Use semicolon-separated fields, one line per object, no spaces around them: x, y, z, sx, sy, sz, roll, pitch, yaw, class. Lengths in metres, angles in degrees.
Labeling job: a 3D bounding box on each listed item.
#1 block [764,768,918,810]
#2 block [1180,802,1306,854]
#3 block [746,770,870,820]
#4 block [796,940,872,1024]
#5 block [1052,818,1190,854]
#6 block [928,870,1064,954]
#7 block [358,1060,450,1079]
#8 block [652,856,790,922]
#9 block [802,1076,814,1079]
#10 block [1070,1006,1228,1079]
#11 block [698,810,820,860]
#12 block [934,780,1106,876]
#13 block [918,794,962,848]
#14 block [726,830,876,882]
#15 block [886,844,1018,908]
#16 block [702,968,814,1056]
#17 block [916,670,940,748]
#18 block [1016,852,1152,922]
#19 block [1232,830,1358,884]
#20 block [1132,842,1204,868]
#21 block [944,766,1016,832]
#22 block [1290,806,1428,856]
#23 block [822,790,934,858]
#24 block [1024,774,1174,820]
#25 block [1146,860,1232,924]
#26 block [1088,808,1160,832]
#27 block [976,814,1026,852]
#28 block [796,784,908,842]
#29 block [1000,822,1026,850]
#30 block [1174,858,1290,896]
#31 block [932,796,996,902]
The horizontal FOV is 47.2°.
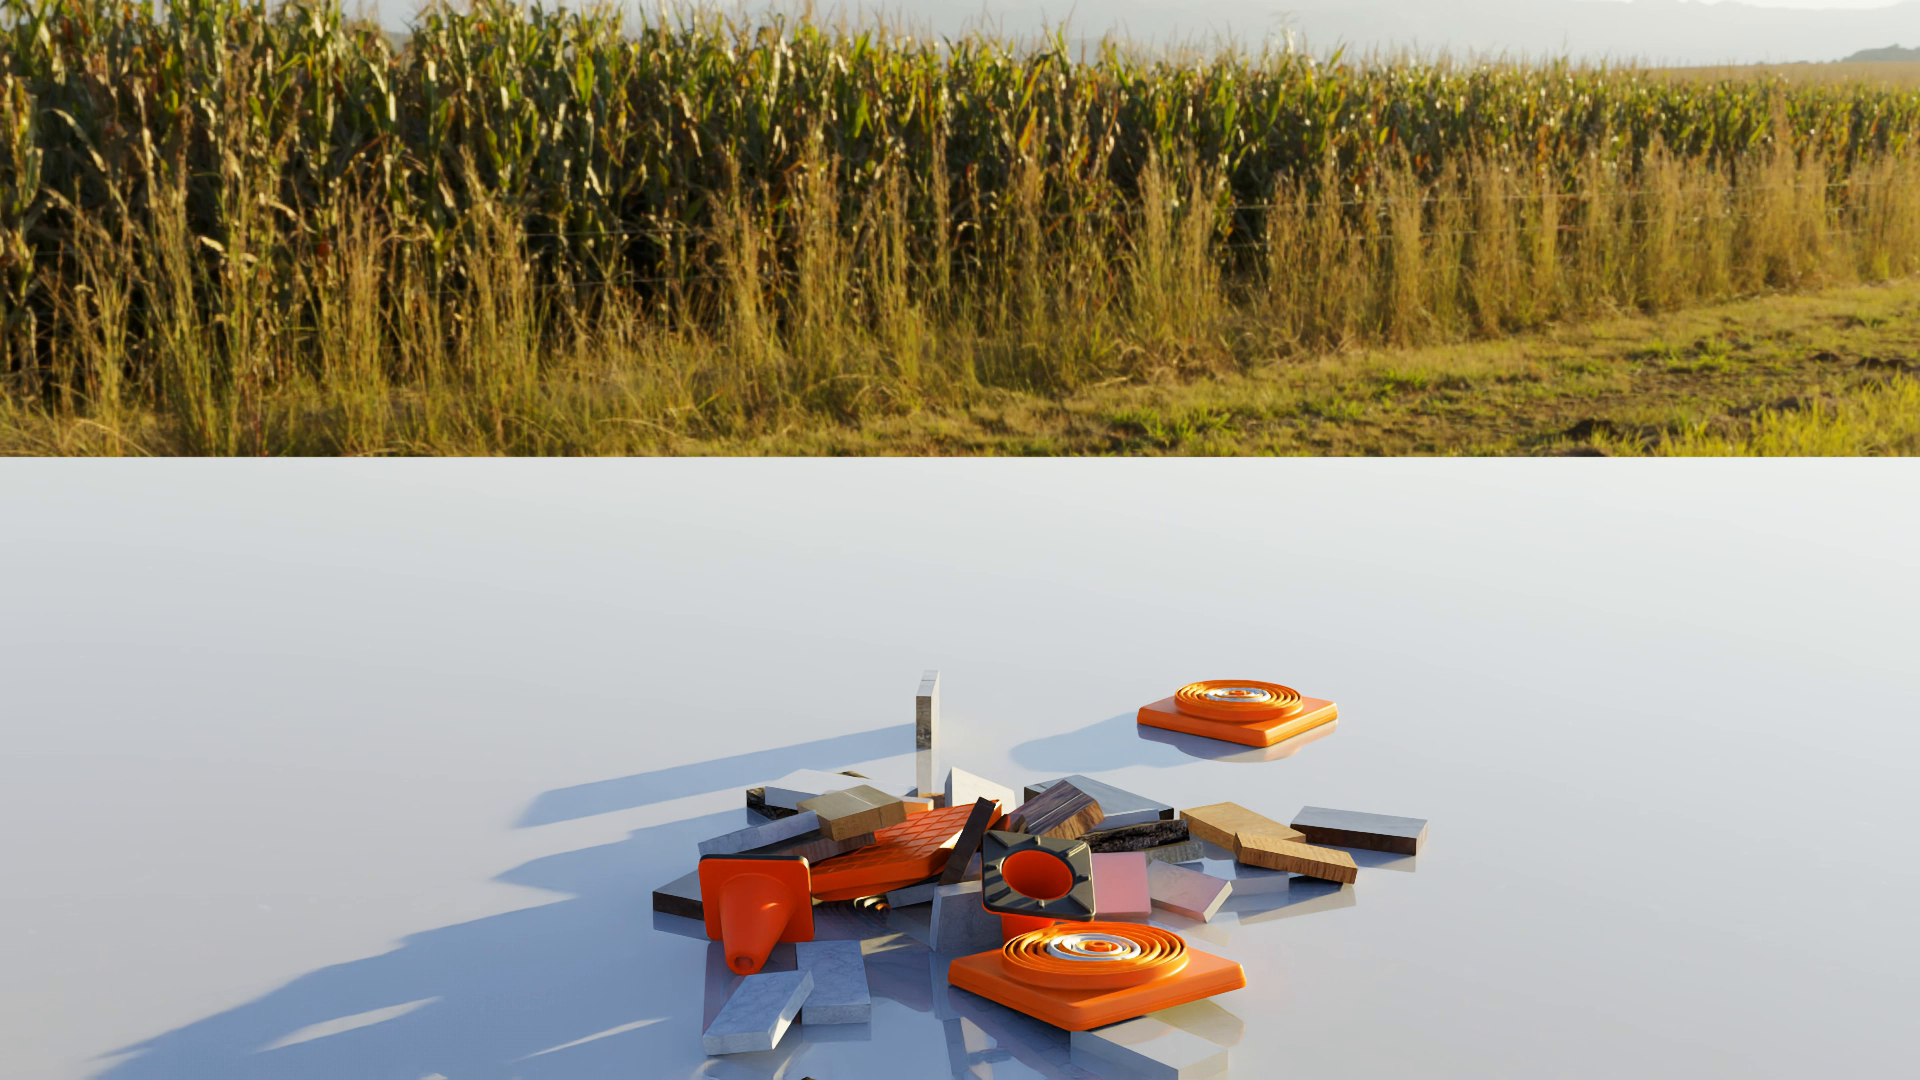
-0.218;0.470;4.040;0.252;0.036;0.126;6;12;27;block
0.505;0.522;3.947;0.113;0.032;0.226;-6;12;-29;block
-0.274;0.483;4.154;0.231;0.033;0.116;-7;13;-33;block
-0.190;0.652;3.256;0.099;0.028;0.254;-1;11;-6;block
0.248;0.524;3.815;0.268;0.038;0.134;-5;-6;-27;block
0.056;0.579;3.433;0.207;0.104;0.029;-5;25;-23;block
-0.578;0.748;2.730;0.513;0.033;0.116;9;14;39;block
-0.394;0.575;3.659;0.116;0.033;0.231;6;12;29;block
-0.140;0.741;2.762;0.241;0.034;0.121;8;13;36;block
0.259;0.696;3.021;0.101;0.029;0.202;-9;14;-41;block
-0.342;0.499;3.713;0.112;0.032;0.224;-13;-6;-36;block
0.100;0.506;3.710;0.268;0.038;0.134;-30;20;-15;block
-0.046;0.510;4.010;0.113;0.032;0.226;0;11;-1;block
-0.265;0.515;3.661;0.224;0.032;0.112;-14;4;-25;block
-0.012;0.551;3.599;0.202;0.029;0.101;-16;10;25;block
-0.283;0.665;3.103;0.099;0.028;0.197;-9;12;15;block
-0.067;0.355;4.629;0.032;0.112;0.224;1;11;3;block
0.200;0.561;3.560;0.207;0.103;0.029;-1;-32;-5;block
0.569;0.540;3.744;0.198;0.028;0.099;11;8;-1;block
0.305;0.543;3.750;0.198;0.028;0.099;-6;-5;-22;block
0.037;0.487;4.004;0.126;0.036;0.252;22;10;-4;block
0.717;0.521;3.951;0.226;0.032;0.113;4;11;21;block
-0.146;0.500;3.883;0.197;0.099;0.028;3;11;16;block
0.255;0.495;4.077;0.134;0.038;0.268;-8;13;-37;block
0.360;0.574;3.599;0.155;0.022;0.077;10;44;43;block
0.215;0.503;3.872;0.263;0.022;0.077;-7;-5;-15;block
0.063;0.491;3.669;0.095;0.013;0.047;-41;20;-33;block
-0.185;0.459;3.710;0.126;0.036;0.252;-14;4;-16;block
0.078;0.500;3.673;0.047;0.013;0.094;-17;21;23;block
0.442;0.569;3.703;0.198;0.028;0.099;-3;11;-14;block
0.005;0.491;3.438;0.029;0.207;0.103;26;58;5;block
